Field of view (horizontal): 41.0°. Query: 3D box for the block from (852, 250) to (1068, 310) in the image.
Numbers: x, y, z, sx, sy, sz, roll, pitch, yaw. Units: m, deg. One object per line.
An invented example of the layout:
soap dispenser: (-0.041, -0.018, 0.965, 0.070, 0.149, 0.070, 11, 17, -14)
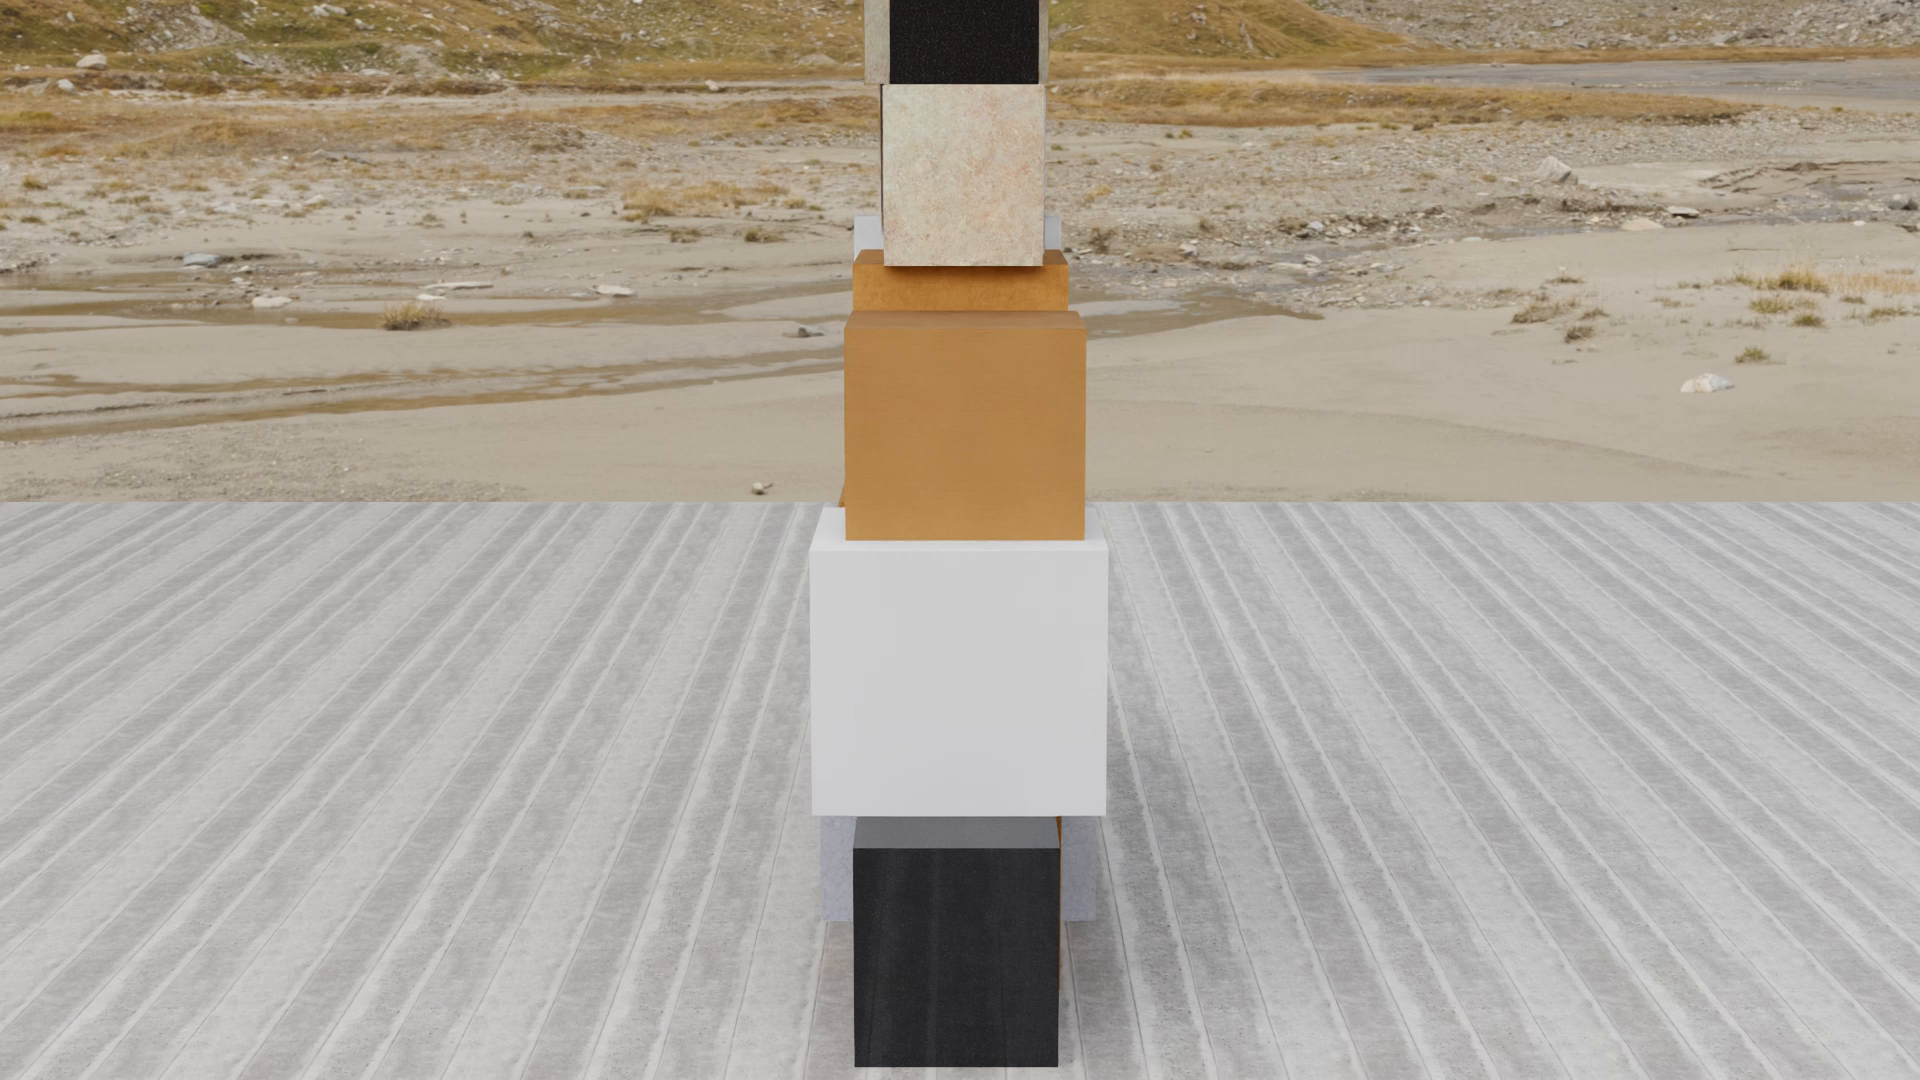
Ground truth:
block: (0.002, -0.693, 10.553, 0.844, 0.942, 0.886, 0, 10, 0)

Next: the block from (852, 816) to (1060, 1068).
block: (-0.013, 1.416, 9.499, 0.730, 0.815, 0.787, 0, 10, 0)

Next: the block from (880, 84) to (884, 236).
block: (-0.004, -1.756, 11.540, 0.684, 0.657, 0.709, 0, 17, 0)

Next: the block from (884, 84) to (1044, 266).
block: (0.013, -1.465, 10.233, 0.616, 0.692, 0.660, 0, 10, 0)

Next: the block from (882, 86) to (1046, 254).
block: (0.018, -1.578, 10.868, 0.669, 0.688, 0.610, 0, 10, 0)

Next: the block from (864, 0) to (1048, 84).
block: (-0.016, -2.292, 11.033, 0.765, 0.615, 0.684, 0, 13, 0)

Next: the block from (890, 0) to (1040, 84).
block: (0.017, -2.141, 10.428, 0.593, 0.567, 0.541, 0, 10, 0)

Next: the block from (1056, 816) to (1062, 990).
block: (-0.002, 1.323, 10.300, 0.782, 0.711, 0.802, 0, 10, 0)

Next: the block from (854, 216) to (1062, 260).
block: (-0.010, -1.117, 12.283, 0.950, 0.848, 0.888, 0, 6, 0)

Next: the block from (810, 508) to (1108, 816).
block: (-0.004, 0.442, 9.813, 1.080, 0.990, 0.961, 0, 10, 0)

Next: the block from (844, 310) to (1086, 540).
block: (0.019, -0.448, 9.761, 0.882, 0.782, 0.755, 0, 10, 0)

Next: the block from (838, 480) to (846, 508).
block: (-0.019, 0.194, 10.748, 0.927, 0.874, 0.953, 0, 10, 0)

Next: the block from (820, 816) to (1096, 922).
block: (-0.005, 1.044, 11.173, 1.151, 0.949, 0.997, 0, 10, 0)
